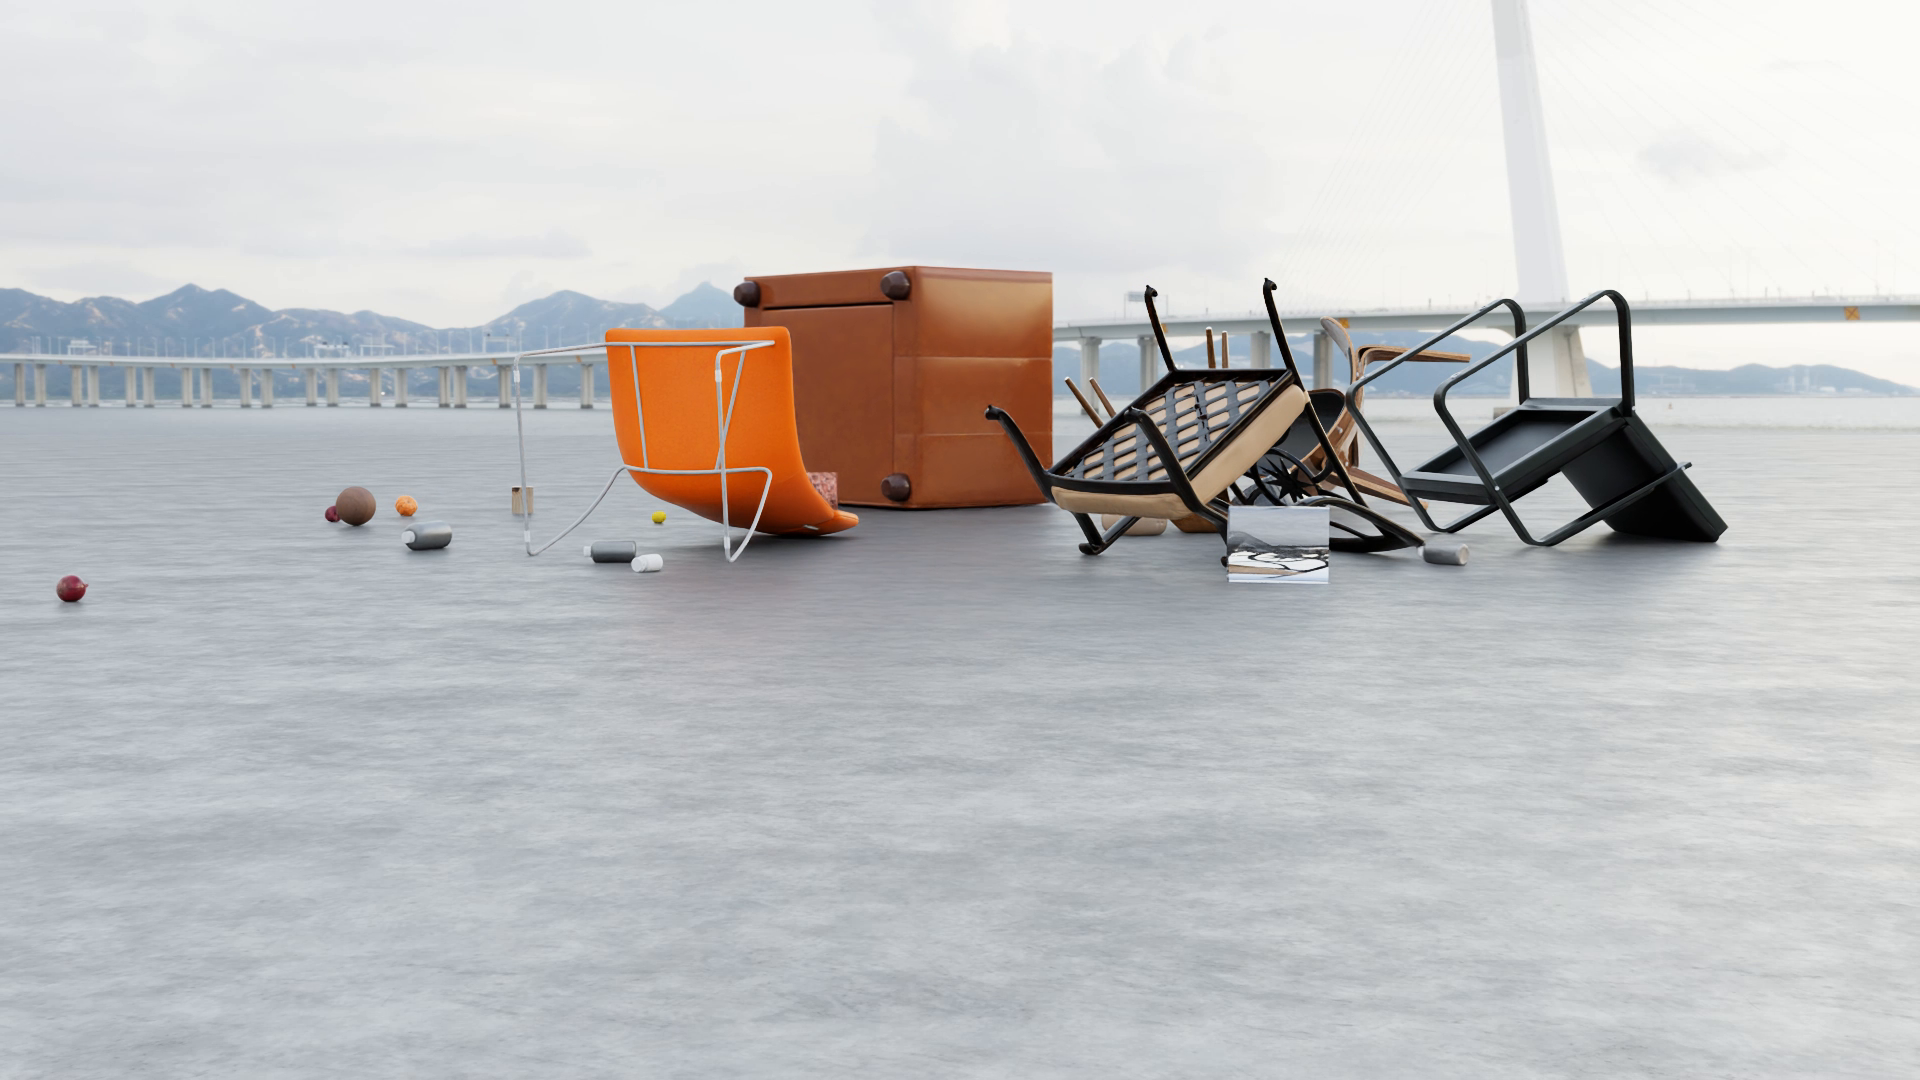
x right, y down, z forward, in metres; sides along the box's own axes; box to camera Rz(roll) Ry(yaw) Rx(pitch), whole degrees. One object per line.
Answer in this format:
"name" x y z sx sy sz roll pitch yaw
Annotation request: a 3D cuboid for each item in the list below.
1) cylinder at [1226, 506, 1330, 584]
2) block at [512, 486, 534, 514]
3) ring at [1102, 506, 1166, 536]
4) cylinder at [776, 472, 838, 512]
"cylinder" 0.739 0.011 5.097 0.230 0.178 0.169 1 4 10
"block" -1.586 -0.146 7.976 0.075 0.095 0.066 -1 4 -11
"ring" 0.538 -0.060 6.803 0.170 0.087 0.242 -1 5 -37
"cylinder" -0.558 -0.174 8.009 0.218 0.136 0.167 0 39 -1
